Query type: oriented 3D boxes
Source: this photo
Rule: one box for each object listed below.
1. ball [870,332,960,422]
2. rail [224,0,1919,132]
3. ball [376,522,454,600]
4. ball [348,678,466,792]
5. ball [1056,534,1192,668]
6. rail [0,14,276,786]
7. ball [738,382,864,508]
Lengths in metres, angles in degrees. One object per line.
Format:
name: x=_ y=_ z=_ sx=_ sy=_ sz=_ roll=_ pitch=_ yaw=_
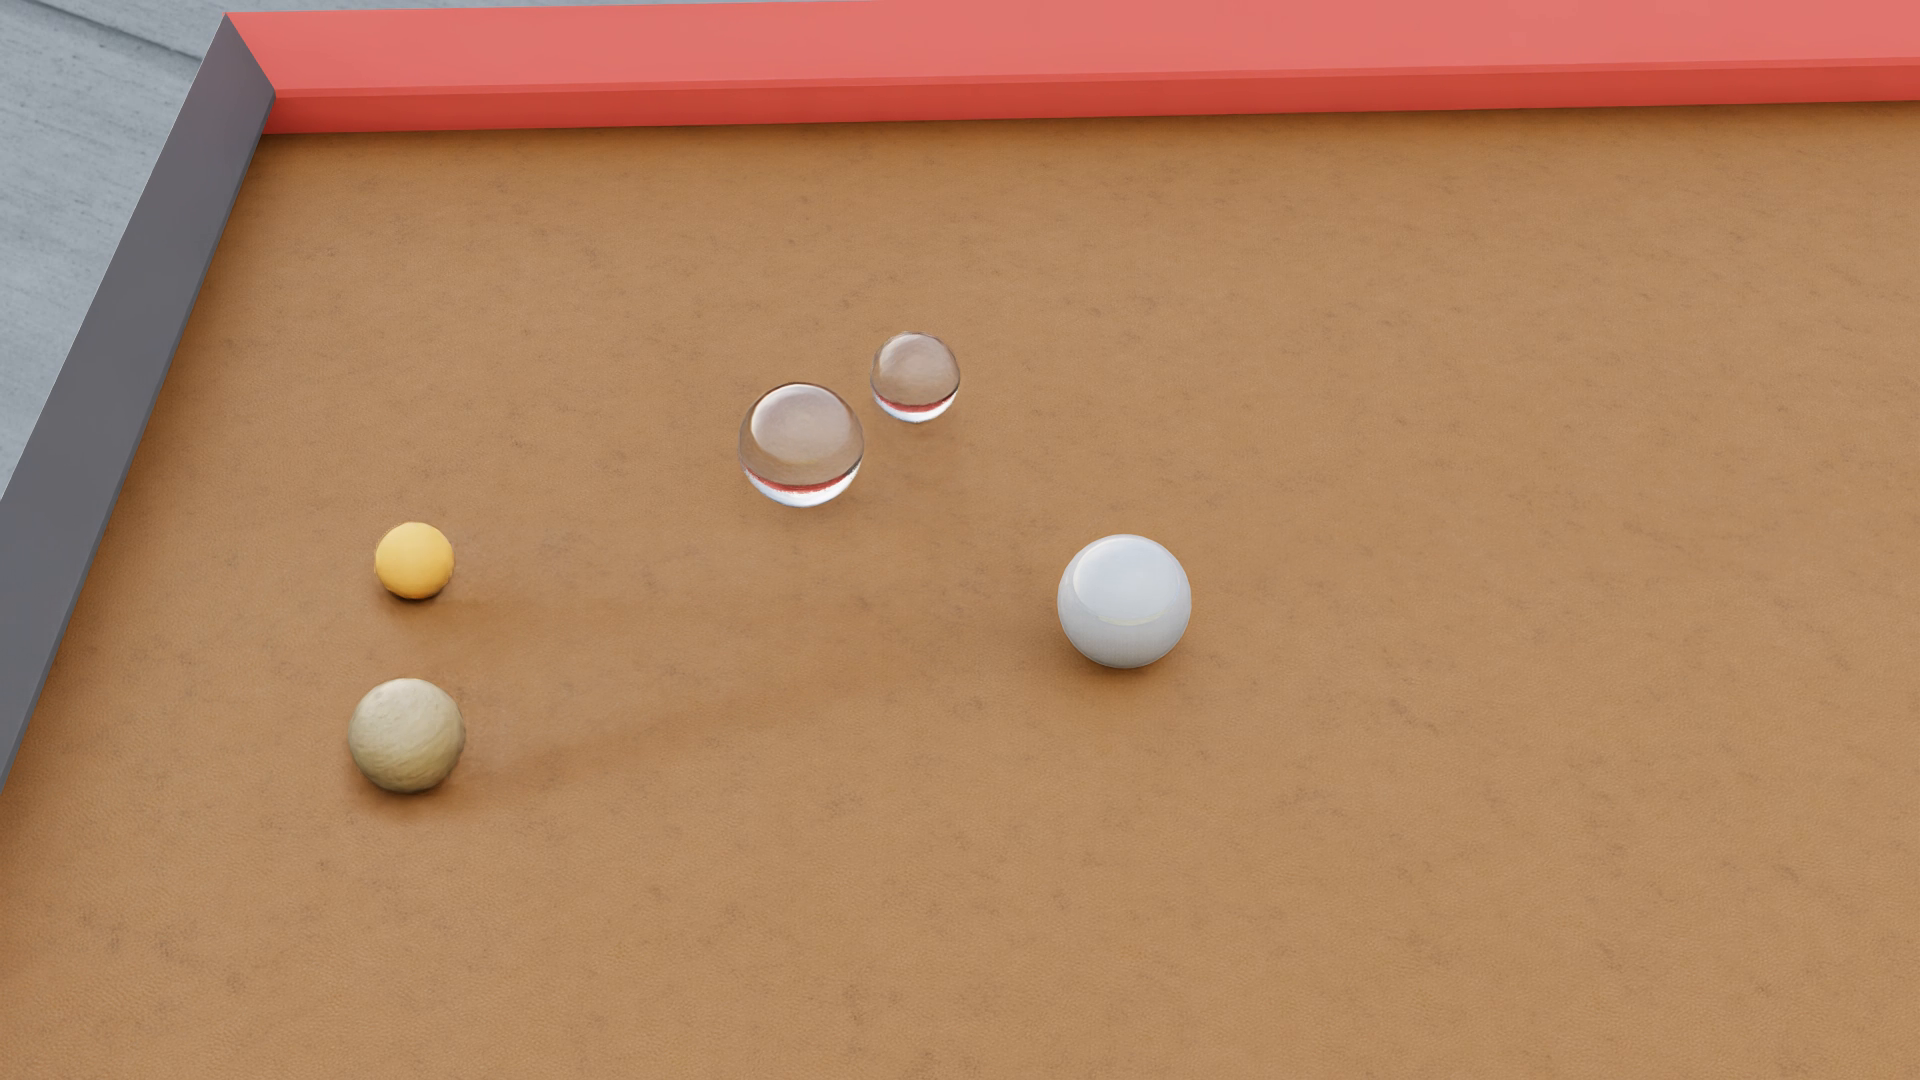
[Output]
ball: x=-0.035 y=-0.126 z=1.992 sx=0.070 sy=0.070 sz=0.070 roll=0 pitch=35 yaw=0
rail: x=0.606 y=-0.454 z=2.411 sx=2.561 sy=0.121 sz=0.045 roll=-2 pitch=35 yaw=-2
ball: x=-0.384 y=0.015 z=1.806 sx=0.054 sy=0.054 sz=0.054 roll=0 pitch=35 yaw=0
ball: x=-0.352 y=0.124 z=1.634 sx=0.073 sy=0.073 sz=0.073 roll=0 pitch=35 yaw=0
ball: x=0.111 y=0.041 z=1.736 sx=0.091 sy=0.091 sz=0.091 roll=0 pitch=35 yaw=0
rail: x=-0.616 y=-0.002 z=1.770 sx=0.045 sy=0.121 sz=1.503 roll=-2 pitch=35 yaw=-2
ball: x=-0.117 y=-0.070 z=1.893 sx=0.093 sy=0.093 sz=0.093 roll=0 pitch=35 yaw=0
